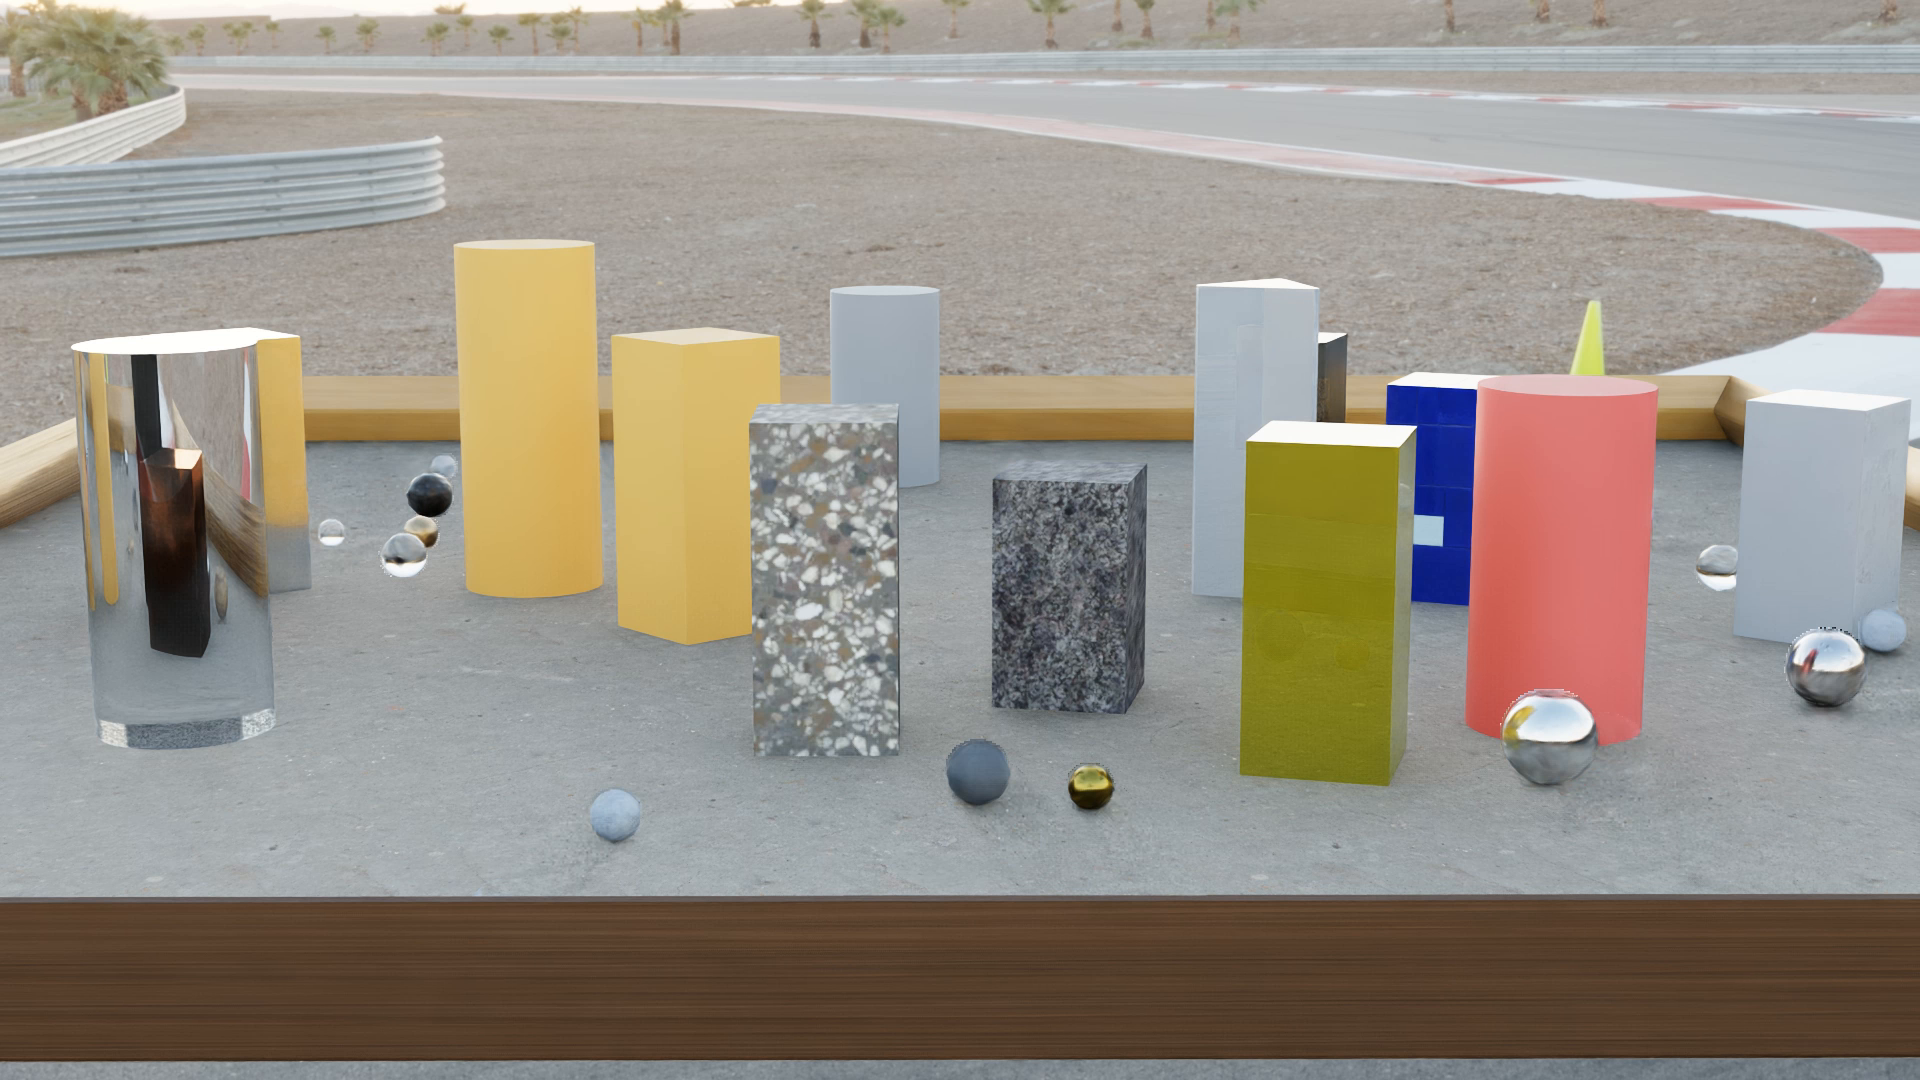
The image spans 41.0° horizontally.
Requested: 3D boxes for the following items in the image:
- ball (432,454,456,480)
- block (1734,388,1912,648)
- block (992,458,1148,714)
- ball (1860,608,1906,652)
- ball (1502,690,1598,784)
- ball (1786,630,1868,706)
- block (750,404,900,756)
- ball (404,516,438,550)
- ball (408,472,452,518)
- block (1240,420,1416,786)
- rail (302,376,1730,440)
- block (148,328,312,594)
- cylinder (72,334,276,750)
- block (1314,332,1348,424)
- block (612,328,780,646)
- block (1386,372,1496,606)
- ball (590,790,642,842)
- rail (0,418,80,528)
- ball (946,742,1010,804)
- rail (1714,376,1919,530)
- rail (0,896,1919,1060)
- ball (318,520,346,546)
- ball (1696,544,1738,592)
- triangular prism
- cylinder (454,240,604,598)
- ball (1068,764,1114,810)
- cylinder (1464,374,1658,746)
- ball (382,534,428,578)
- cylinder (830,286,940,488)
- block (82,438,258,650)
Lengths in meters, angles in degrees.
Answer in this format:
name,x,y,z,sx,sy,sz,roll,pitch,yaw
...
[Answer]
name,x,y,z,sx,sy,sz,roll,pitch,yaw
ball,-0.914,-0.129,4.544,0.044,0.044,0.044,0,11,0
block,1.106,-0.029,3.291,0.154,0.305,0.154,9,14,39
block,0.128,0.051,2.972,0.154,0.264,0.154,2,11,12
ball,1.155,0.113,3.209,0.055,0.055,0.055,0,11,0
ball,0.602,0.202,2.621,0.096,0.096,0.096,0,11,0
ball,0.994,0.147,2.941,0.088,0.088,0.088,0,11,0
block,-0.143,0.040,2.775,0.154,0.358,0.154,0,11,-1
ball,-0.816,-0.011,3.883,0.052,0.052,0.052,0,11,0
ball,-0.860,-0.073,4.162,0.073,0.073,0.073,0,11,0
block,0.385,0.062,2.679,0.154,0.350,0.154,3,11,16
rail,-0.009,-0.254,4.989,3.033,0.125,0.045,0,11,0
block,-1.019,-0.108,3.579,0.154,0.355,0.154,-9,14,-40
cylinder,-0.859,-0.002,2.812,0.192,0.427,0.192,0,11,0
block,0.543,-0.195,4.238,0.154,0.284,0.154,4,11,21
block,-0.339,-0.074,3.323,0.154,0.382,0.154,-9,14,-41
block,0.681,-0.073,3.548,0.154,0.296,0.154,5,11,23
ball,-0.327,0.261,2.432,0.048,0.048,0.048,0,11,0
rail,-1.493,0.034,3.441,0.045,0.125,3.180,0,11,0
ball,0.018,0.232,2.550,0.063,0.063,0.063,0,11,0
rail,1.493,0.031,3.458,0.045,0.125,3.180,0,11,0
rail,0.009,0.318,1.909,3.033,0.125,0.045,0,11,0
ball,-0.959,-0.011,3.913,0.041,0.041,0.041,0,11,0
ball,1.063,0.039,3.583,0.065,0.065,0.065,0,11,0
triangular prism,0.425,-0.143,3.569,0.166,0.428,0.144,4,11,19
cylinder,-0.602,-0.173,3.591,0.192,0.479,0.192,0,11,0
ball,0.129,0.244,2.532,0.045,0.045,0.045,0,11,0
cylinder,0.661,0.018,2.829,0.192,0.381,0.192,0,11,0
ball,-0.796,0.022,3.673,0.064,0.064,0.064,0,11,0
cylinder,-0.132,-0.273,4.521,0.192,0.334,0.192,0,11,0
block,-1.019,0.001,3.313,0.154,0.237,0.154,-9,14,-41
